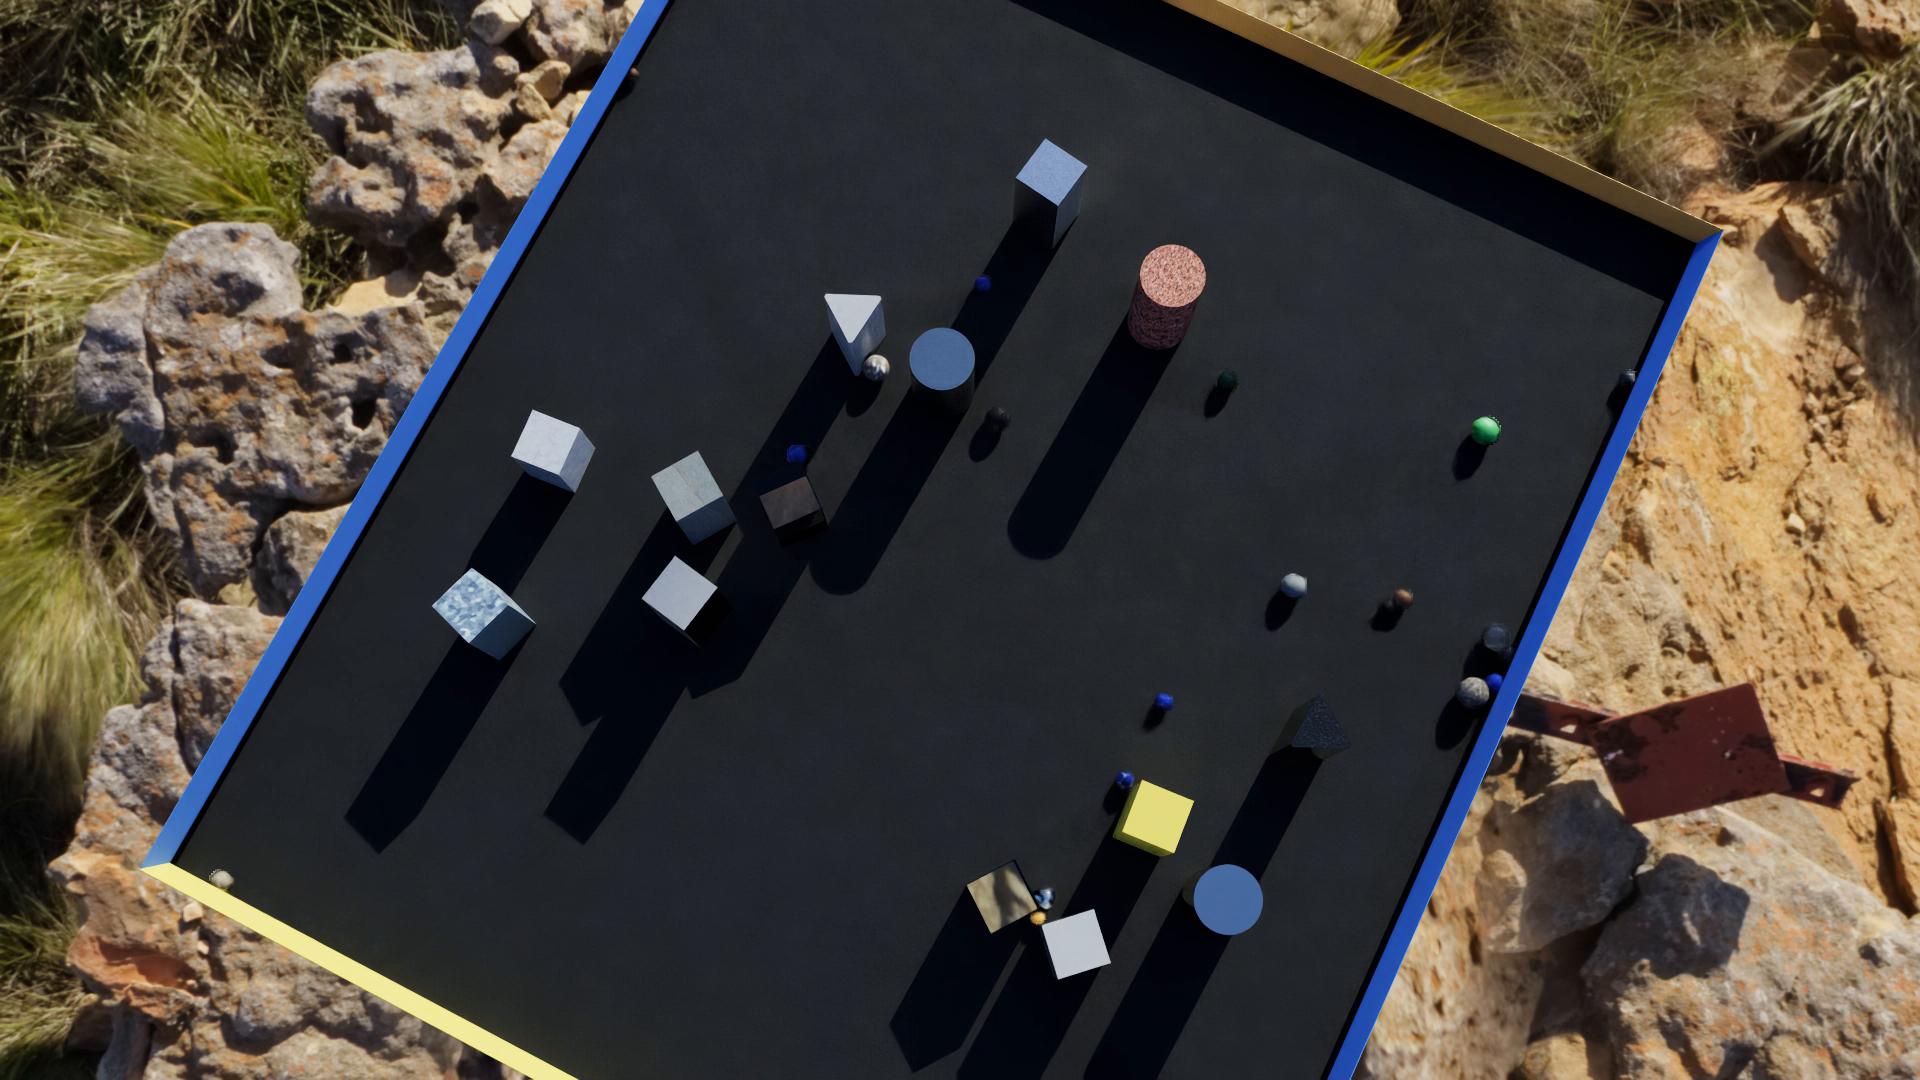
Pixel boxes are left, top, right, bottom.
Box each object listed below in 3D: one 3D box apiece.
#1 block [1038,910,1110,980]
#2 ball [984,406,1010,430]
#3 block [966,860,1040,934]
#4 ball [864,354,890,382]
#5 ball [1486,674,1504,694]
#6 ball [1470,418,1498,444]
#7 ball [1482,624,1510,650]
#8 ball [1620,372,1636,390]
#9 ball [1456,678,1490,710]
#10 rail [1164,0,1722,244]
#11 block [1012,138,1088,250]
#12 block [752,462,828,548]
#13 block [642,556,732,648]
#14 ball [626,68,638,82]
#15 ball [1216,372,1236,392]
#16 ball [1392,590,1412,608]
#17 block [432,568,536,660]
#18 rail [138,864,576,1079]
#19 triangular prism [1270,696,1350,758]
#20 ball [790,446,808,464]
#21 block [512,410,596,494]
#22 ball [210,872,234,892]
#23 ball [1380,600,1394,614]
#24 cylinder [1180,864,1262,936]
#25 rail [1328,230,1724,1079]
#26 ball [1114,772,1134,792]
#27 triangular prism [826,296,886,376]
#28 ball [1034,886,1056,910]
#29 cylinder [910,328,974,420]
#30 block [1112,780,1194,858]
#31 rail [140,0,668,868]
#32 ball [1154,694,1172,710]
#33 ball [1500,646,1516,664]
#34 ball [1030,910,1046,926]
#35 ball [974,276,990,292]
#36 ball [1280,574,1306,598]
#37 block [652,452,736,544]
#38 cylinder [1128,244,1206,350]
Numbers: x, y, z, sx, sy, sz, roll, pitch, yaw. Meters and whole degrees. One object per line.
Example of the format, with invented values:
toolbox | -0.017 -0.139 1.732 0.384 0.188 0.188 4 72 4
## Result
block | 0.324 1.155 5.245 0.154 0.259 0.154 -17 79 -3
ball | 0.114 -0.376 5.656 0.076 0.076 0.076 0 78 0
block | 0.122 1.028 5.279 0.154 0.244 0.154 -27 80 -5
ball | -0.259 -0.533 5.685 0.083 0.083 0.083 0 78 0
ball | 1.604 0.431 5.498 0.057 0.057 0.057 0 78 0
ball | 1.615 -0.335 5.643 0.084 0.084 0.084 0 78 0
ball | 1.611 0.293 5.511 0.081 0.081 0.081 0 78 0
ball | 2.076 -0.494 5.691 0.054 0.054 0.054 0 78 0
ball | 1.532 0.457 5.473 0.096 0.096 0.096 0 78 0
rail | 0.855 -1.668 5.897 3.369 0.125 0.045 26 80 5
block | 0.274 -1.062 5.650 0.154 0.365 0.154 35 80 7
block | -0.505 -0.102 5.492 0.154 0.285 0.154 -24 79 -5
block | -0.798 0.187 5.393 0.154 0.361 0.154 36 81 7
ball | -1.057 -1.500 5.904 0.045 0.045 0.045 0 78 0
ball | 0.827 -0.490 5.686 0.062 0.062 0.062 0 78 0
ball | 1.339 0.179 5.551 0.056 0.056 0.056 0 78 0
block | -1.394 0.222 5.389 0.154 0.356 0.154 44 82 8
rail | -0.855 1.681 5.204 3.369 0.125 0.045 26 80 5
triangular prism | 1.007 0.542 5.306 0.167 0.387 0.144 0 78 0
ball | -0.497 -0.260 5.642 0.056 0.056 0.056 0 78 0
block | -1.229 -0.266 5.551 0.154 0.236 0.154 21 79 4
ball | -2.166 1.003 5.378 0.061 0.061 0.061 0 78 0
ball | 1.296 0.204 5.553 0.042 0.042 0.042 0 78 0
cylinder | 0.744 1.030 5.240 0.192 0.319 0.192 0 78 0
rail | 1.486 0.734 5.400 0.045 0.125 3.871 26 80 5
ball | 0.487 0.718 5.440 0.055 0.055 0.055 0 78 0
triangular prism | -0.339 -0.652 5.578 0.144 0.339 0.167 32 80 6
ball | 0.247 1.046 5.364 0.070 0.070 0.070 0 78 0
cylinder | -0.052 -0.498 5.547 0.192 0.338 0.192 0 78 0
block | 0.551 0.805 5.270 0.154 0.352 0.154 22 79 4
rail | -1.486 -0.721 5.701 0.045 0.125 3.871 26 80 5
ball | 0.609 0.485 5.490 0.051 0.051 0.051 0 78 0
ball | 1.652 0.345 5.518 0.054 0.054 0.054 0 78 0
ball | 0.227 1.104 5.364 0.044 0.044 0.044 0 78 0
ball | 0.070 -0.804 5.759 0.047 0.047 0.047 0 78 0
ball | 1.010 0.139 5.549 0.076 0.076 0.076 0 78 0
block | -0.789 -0.122 5.466 0.154 0.343 0.154 -30 80 -6
cylinder | 0.622 -0.731 5.557 0.192 0.412 0.192 0 78 0
